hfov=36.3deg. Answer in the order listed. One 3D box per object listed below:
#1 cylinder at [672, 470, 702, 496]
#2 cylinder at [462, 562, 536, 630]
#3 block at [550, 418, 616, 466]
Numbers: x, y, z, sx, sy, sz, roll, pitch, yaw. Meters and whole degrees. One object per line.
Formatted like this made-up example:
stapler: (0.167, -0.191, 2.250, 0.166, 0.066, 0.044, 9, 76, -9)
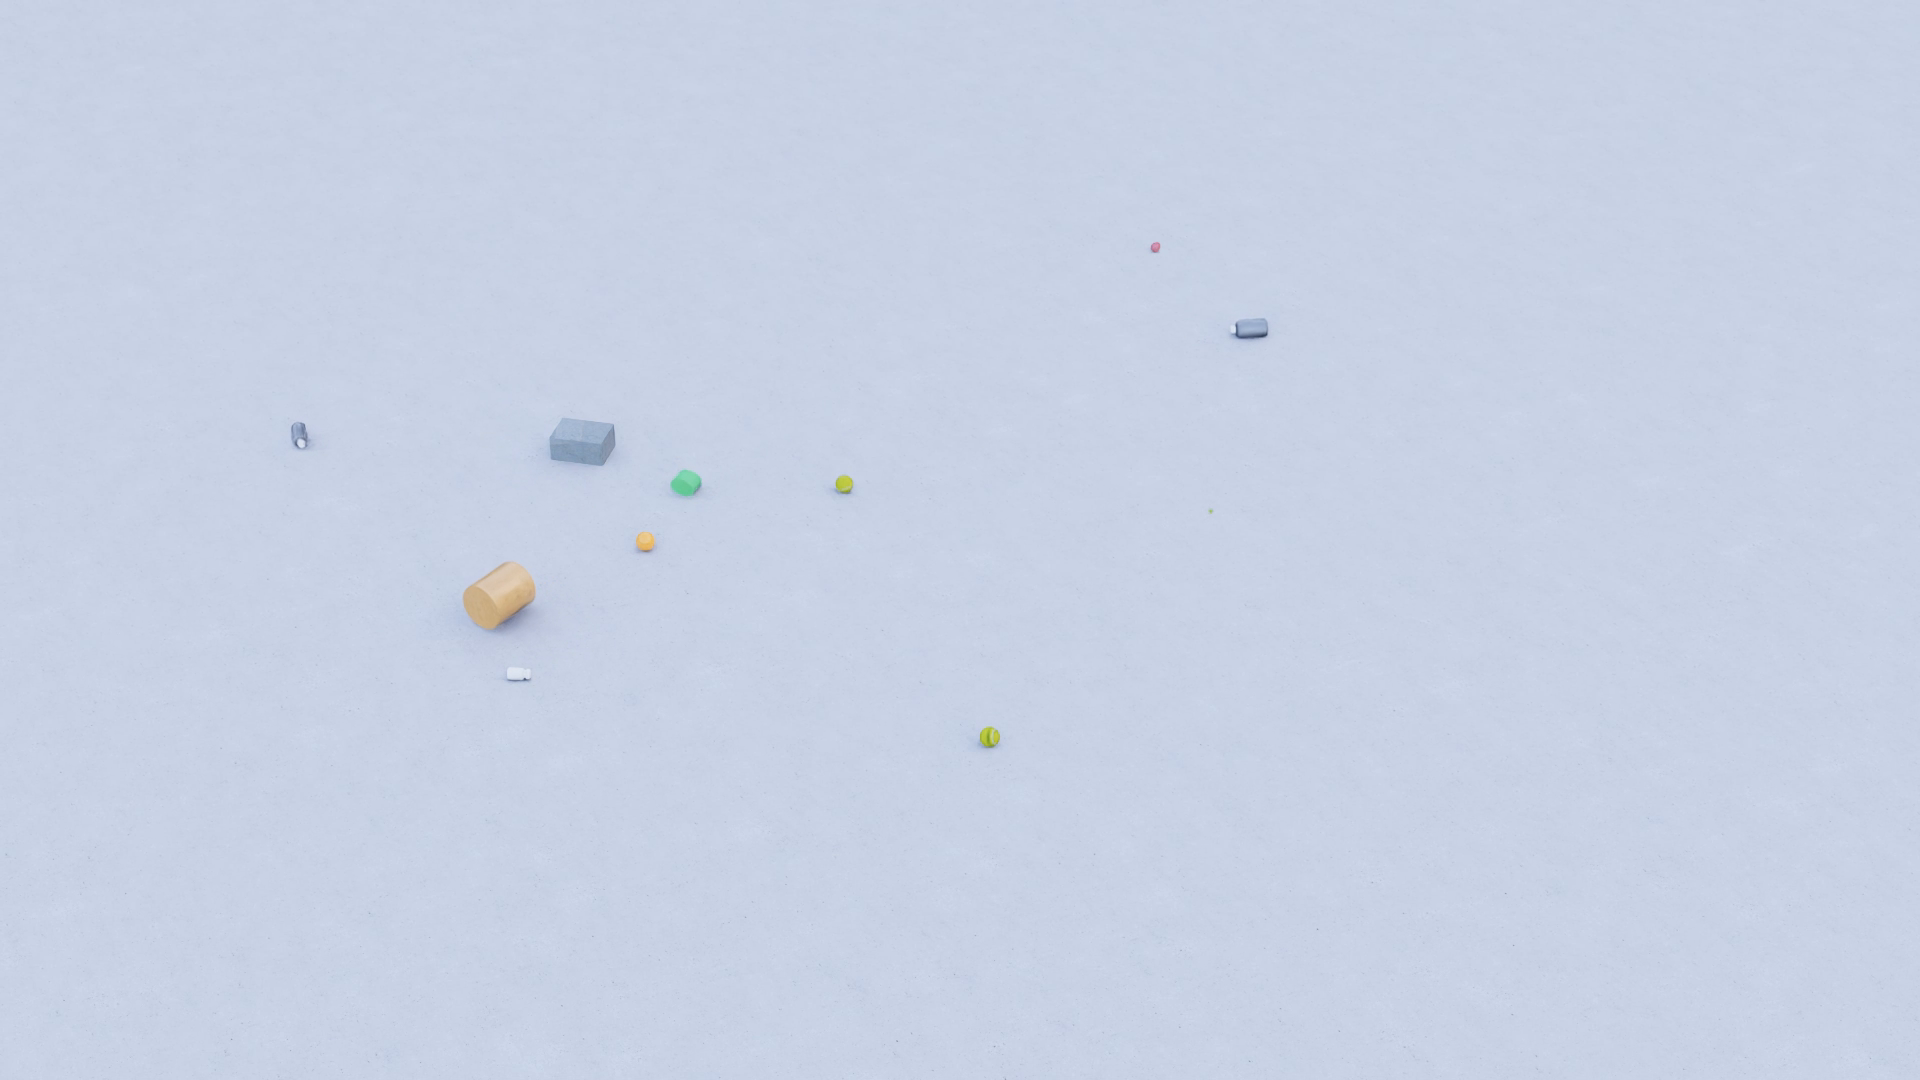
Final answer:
cylinder: (-1.045, -0.218, 11.210, 0.096, 0.070, 0.073, 20, 37, 13)
cylinder: (-1.646, 0.198, 10.487, 0.172, 0.173, 0.198, 12, 34, 34)
block: (-1.472, -0.383, 11.435, 0.211, 0.100, 0.155, 7, 34, 11)
